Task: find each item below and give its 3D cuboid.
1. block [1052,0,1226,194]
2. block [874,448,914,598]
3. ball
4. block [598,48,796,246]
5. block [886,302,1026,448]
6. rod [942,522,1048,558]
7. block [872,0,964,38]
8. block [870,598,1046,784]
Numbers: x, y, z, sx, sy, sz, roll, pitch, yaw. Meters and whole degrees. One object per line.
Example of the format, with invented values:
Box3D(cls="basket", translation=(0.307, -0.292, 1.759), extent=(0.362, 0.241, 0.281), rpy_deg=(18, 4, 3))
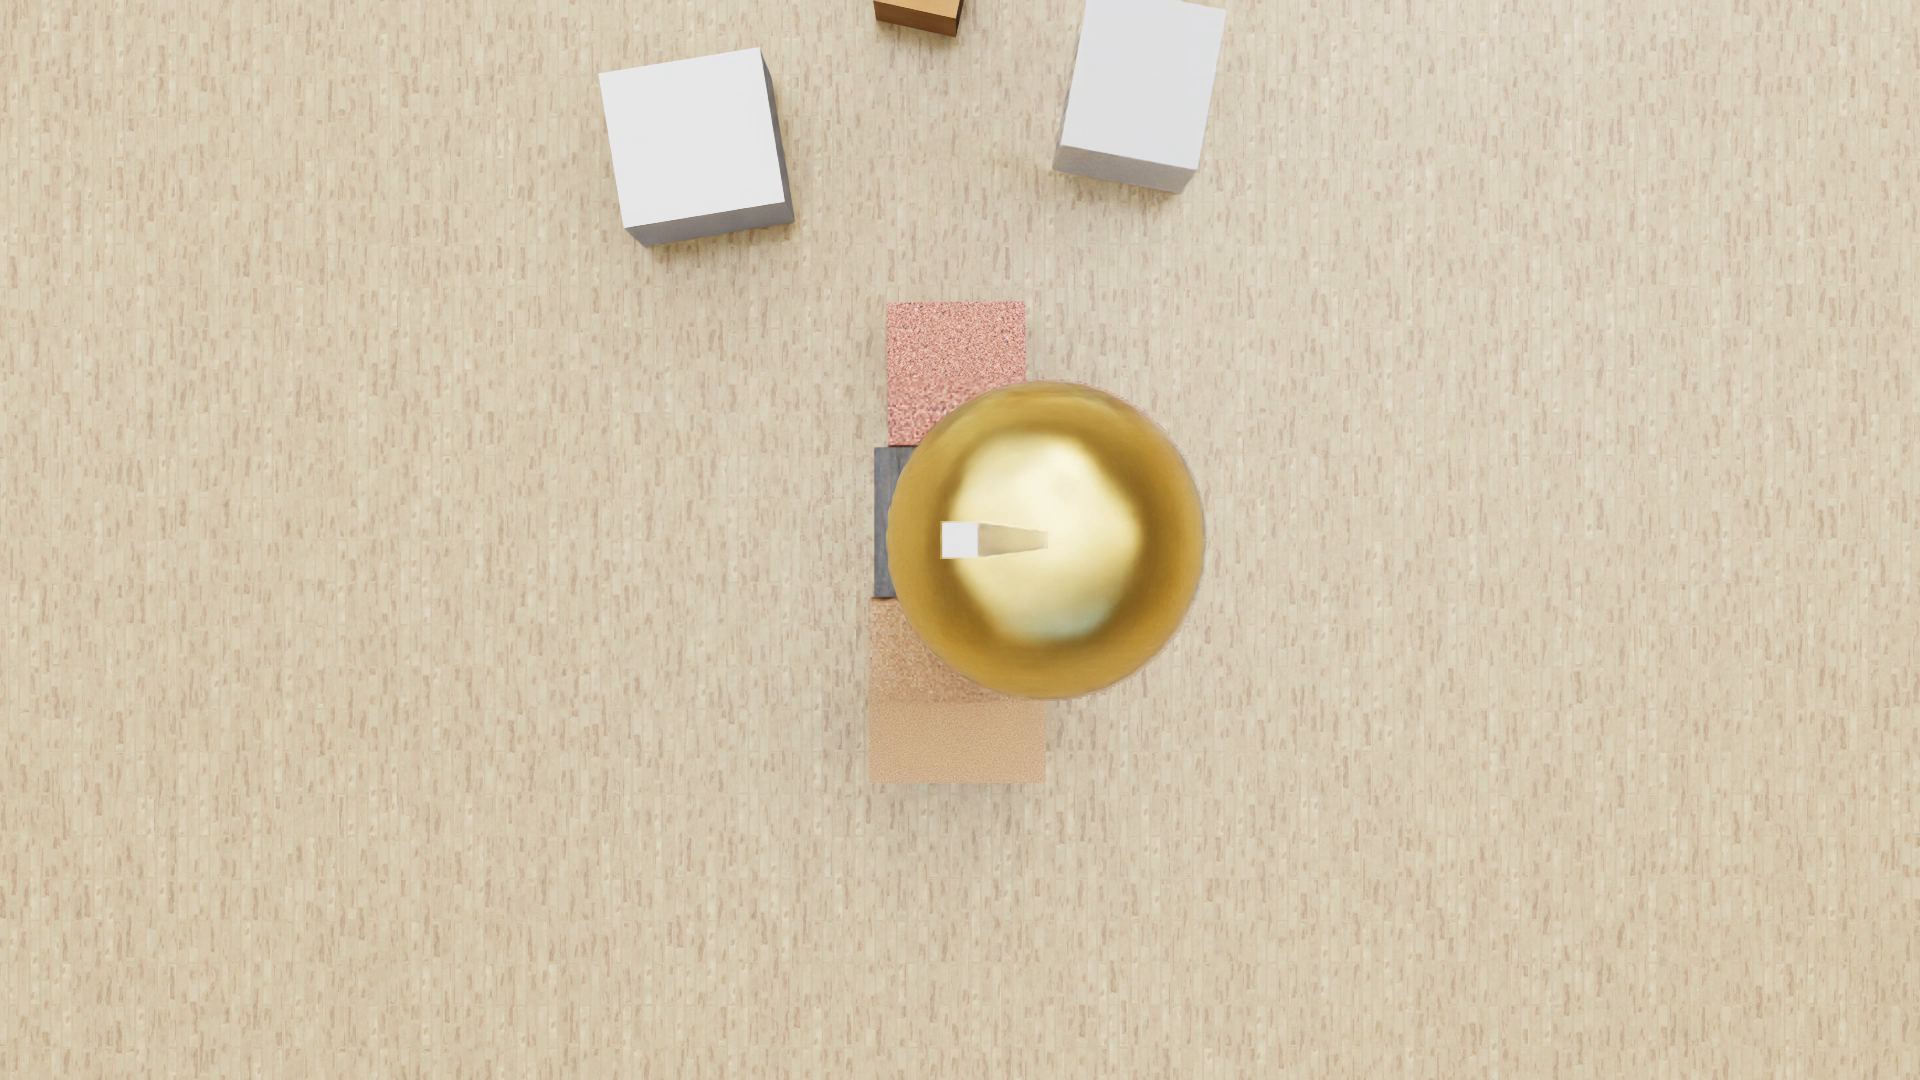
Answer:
Box3D(cls="block", translation=(1.008, -2.559, 12.574), extent=(0.769, 0.839, 0.899), rpy_deg=(10, 90, -1))
Box3D(cls="block", translation=(-0.014, -0.097, 12.607), extent=(0.920, 0.787, 0.829), rpy_deg=(0, 90, 0))
Box3D(cls="ball", translation=(0.427, 0.000, 10.992), extent=(1.600, 1.600, 1.600), rpy_deg=(0, 90, 0))
Box3D(cls="block", translation=(-1.492, -2.236, 12.610), extent=(0.907, 0.781, 0.869), rpy_deg=(-9, 90, 0))
Box3D(cls="block", translation=(-0.020, -0.928, 12.632), extent=(0.774, 0.736, 0.800), rpy_deg=(-1, 90, 0))
Box3D(cls="rod", translation=(0.185, 0.000, 7.600), extent=(0.080, 5.200, 0.080), rpy_deg=(0, 90, 4))
Box3D(cls="block", translation=(-0.197, -3.312, 12.763), extent=(0.483, 0.473, 0.592), rpy_deg=(12, 90, 0))
Box3D(cls="block", translation=(-0.013, 0.825, 12.473), extent=(0.958, 1.055, 0.993), rpy_deg=(0, 90, 0))
